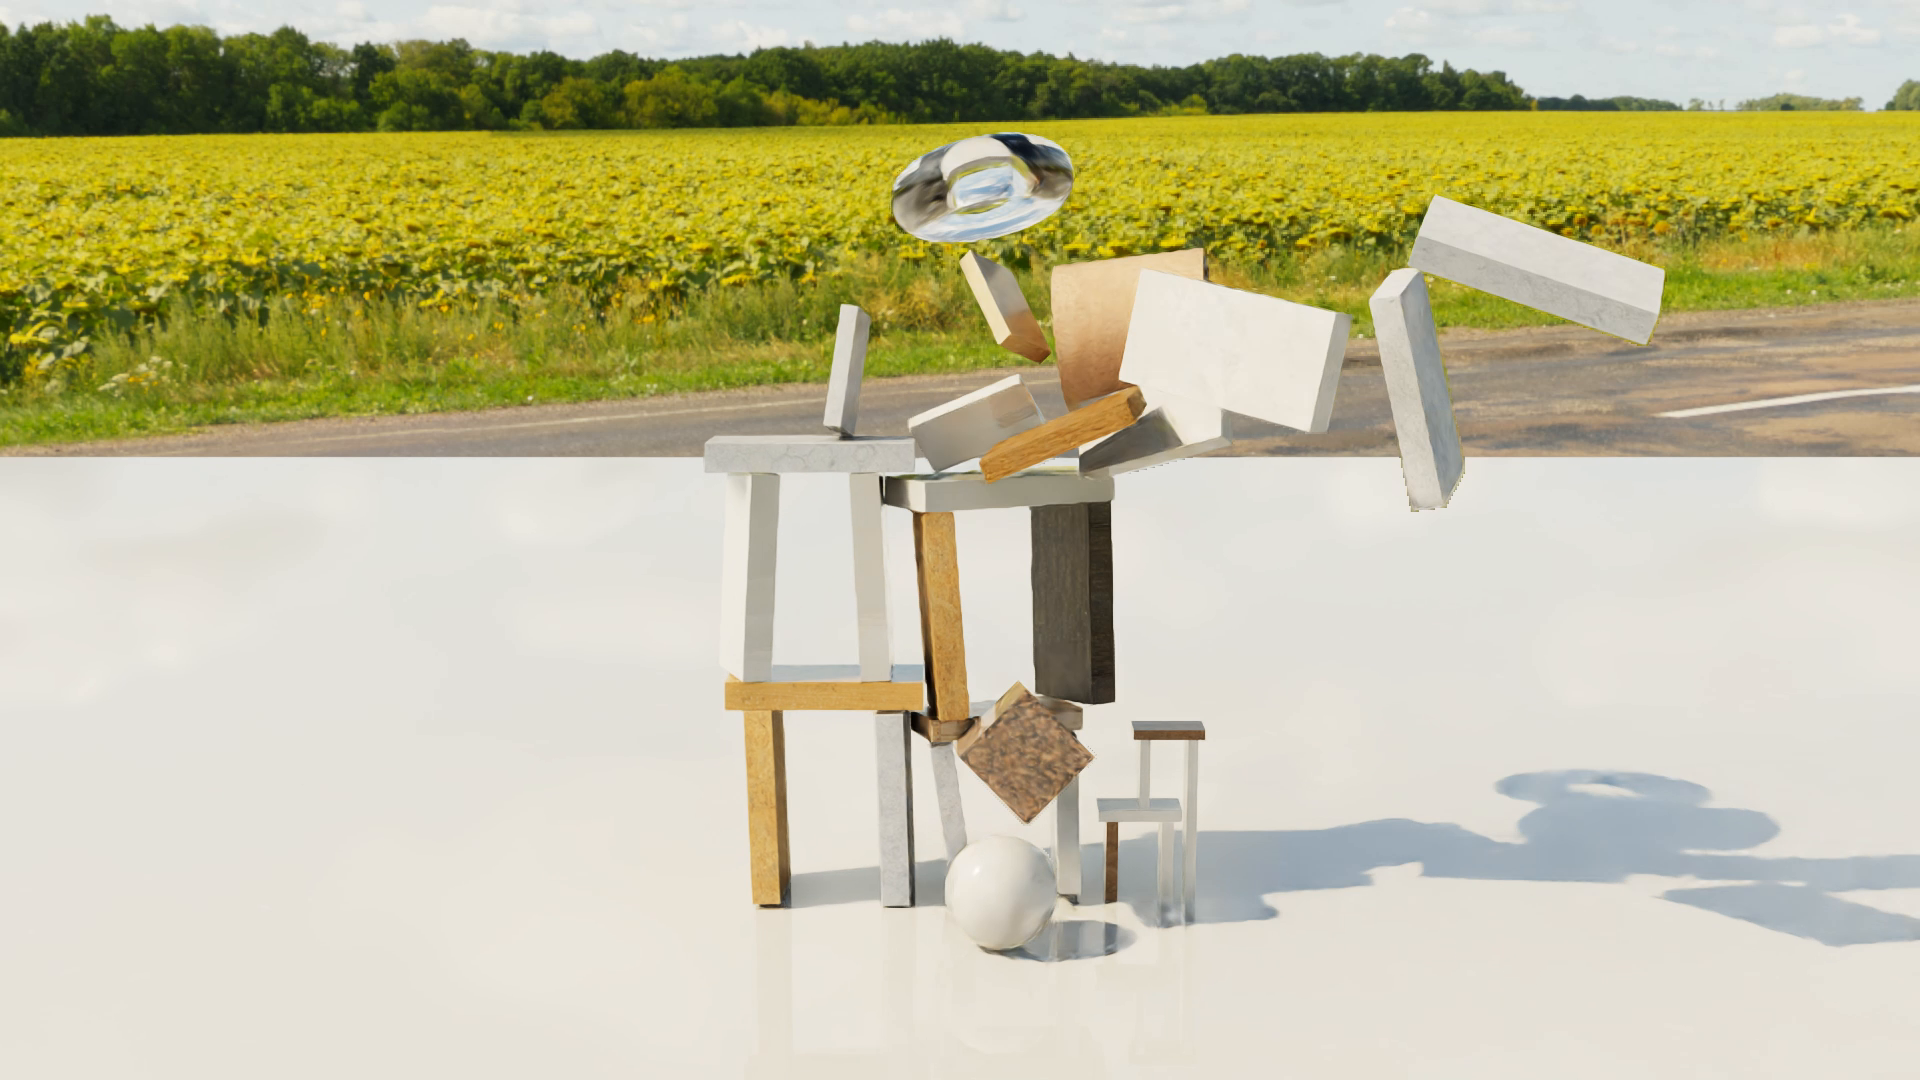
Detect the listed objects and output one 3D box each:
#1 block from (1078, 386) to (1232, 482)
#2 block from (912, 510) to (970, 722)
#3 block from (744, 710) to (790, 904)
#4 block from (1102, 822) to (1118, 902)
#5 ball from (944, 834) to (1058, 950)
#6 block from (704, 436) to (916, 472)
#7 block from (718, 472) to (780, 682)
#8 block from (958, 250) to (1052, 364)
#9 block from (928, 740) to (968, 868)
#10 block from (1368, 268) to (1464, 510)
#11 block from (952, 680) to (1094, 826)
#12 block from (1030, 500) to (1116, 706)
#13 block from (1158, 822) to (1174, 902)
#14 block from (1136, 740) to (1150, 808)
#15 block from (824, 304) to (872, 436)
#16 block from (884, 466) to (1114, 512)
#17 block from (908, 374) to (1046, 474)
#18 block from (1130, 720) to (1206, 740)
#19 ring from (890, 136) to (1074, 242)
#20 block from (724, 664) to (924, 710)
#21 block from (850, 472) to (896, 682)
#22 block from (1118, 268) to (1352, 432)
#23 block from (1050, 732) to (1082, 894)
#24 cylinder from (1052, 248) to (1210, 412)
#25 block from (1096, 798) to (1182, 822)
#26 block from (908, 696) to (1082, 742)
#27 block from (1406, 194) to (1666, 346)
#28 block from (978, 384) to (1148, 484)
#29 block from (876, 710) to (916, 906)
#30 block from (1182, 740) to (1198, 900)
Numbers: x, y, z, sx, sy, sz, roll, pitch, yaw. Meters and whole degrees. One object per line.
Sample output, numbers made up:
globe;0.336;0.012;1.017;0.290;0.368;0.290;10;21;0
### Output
block;0.310;-0.187;3.520;0.256;0.128;0.036;-14;-26;31
block;-0.032;0.114;3.609;0.048;0.338;0.169;-5;7;-7
block;-0.319;0.425;3.650;0.045;0.320;0.160;-2;7;2
block;0.250;0.523;3.653;0.019;0.137;0.068;0;11;0
ball;0.064;0.546;3.420;0.177;0.177;0.177;0;11;0
block;-0.242;-0.141;3.604;0.336;0.048;0.168;0;7;-1
block;-0.347;0.052;3.609;0.048;0.336;0.168;1;6;-20
block;0.074;-0.381;3.594;0.100;0.028;0.201;19;36;-43
block;-0.014;0.455;3.651;0.037;0.261;0.131;-9;7;-2
block;0.711;-0.238;3.416;0.048;0.340;0.169;-7;19;27
block;0.099;0.337;3.498;0.151;0.151;0.151;-45;4;-2
block;0.189;0.099;3.713;0.048;0.338;0.169;-5;6;-32
block;0.341;0.523;3.653;0.019;0.137;0.068;0;11;0
block;0.303;0.379;3.630;0.017;0.117;0.059;0;11;0
block;-0.185;-0.278;3.616;0.028;0.201;0.100;7;-5;11
block;0.064;-0.085;3.623;0.338;0.048;0.169;-4;7;-24
block;0.028;-0.190;3.603;0.201;0.100;0.028;-22;34;15
block;0.342;0.313;3.618;0.117;0.017;0.059;0;11;0
ring;0.038;-0.600;3.761;0.320;0.107;0.320;-11;-10;-2
block;-0.220;0.243;3.631;0.320;0.045;0.160;0;7;0
block;-0.143;0.052;3.612;0.048;0.336;0.168;-3;7;1
block;0.393;-0.277;3.180;0.337;0.169;0.048;19;13;38
block;0.174;0.448;3.667;0.037;0.261;0.131;-2;1;-2
cylinder;0.292;-0.345;3.633;0.246;0.246;0.246;-6;9;10
block;0.296;0.447;3.639;0.137;0.019;0.068;0;11;0
block;0.059;0.297;3.659;0.261;0.037;0.130;-3;6;-18
block;0.803;-0.379;3.060;0.338;0.048;0.169;20;33;10
block;0.163;-0.167;3.468;0.256;0.036;0.128;-22;10;18
block;-0.106;0.428;3.652;0.045;0.320;0.160;-1;9;3
block;0.381;0.456;3.644;0.017;0.273;0.059;0;11;0
